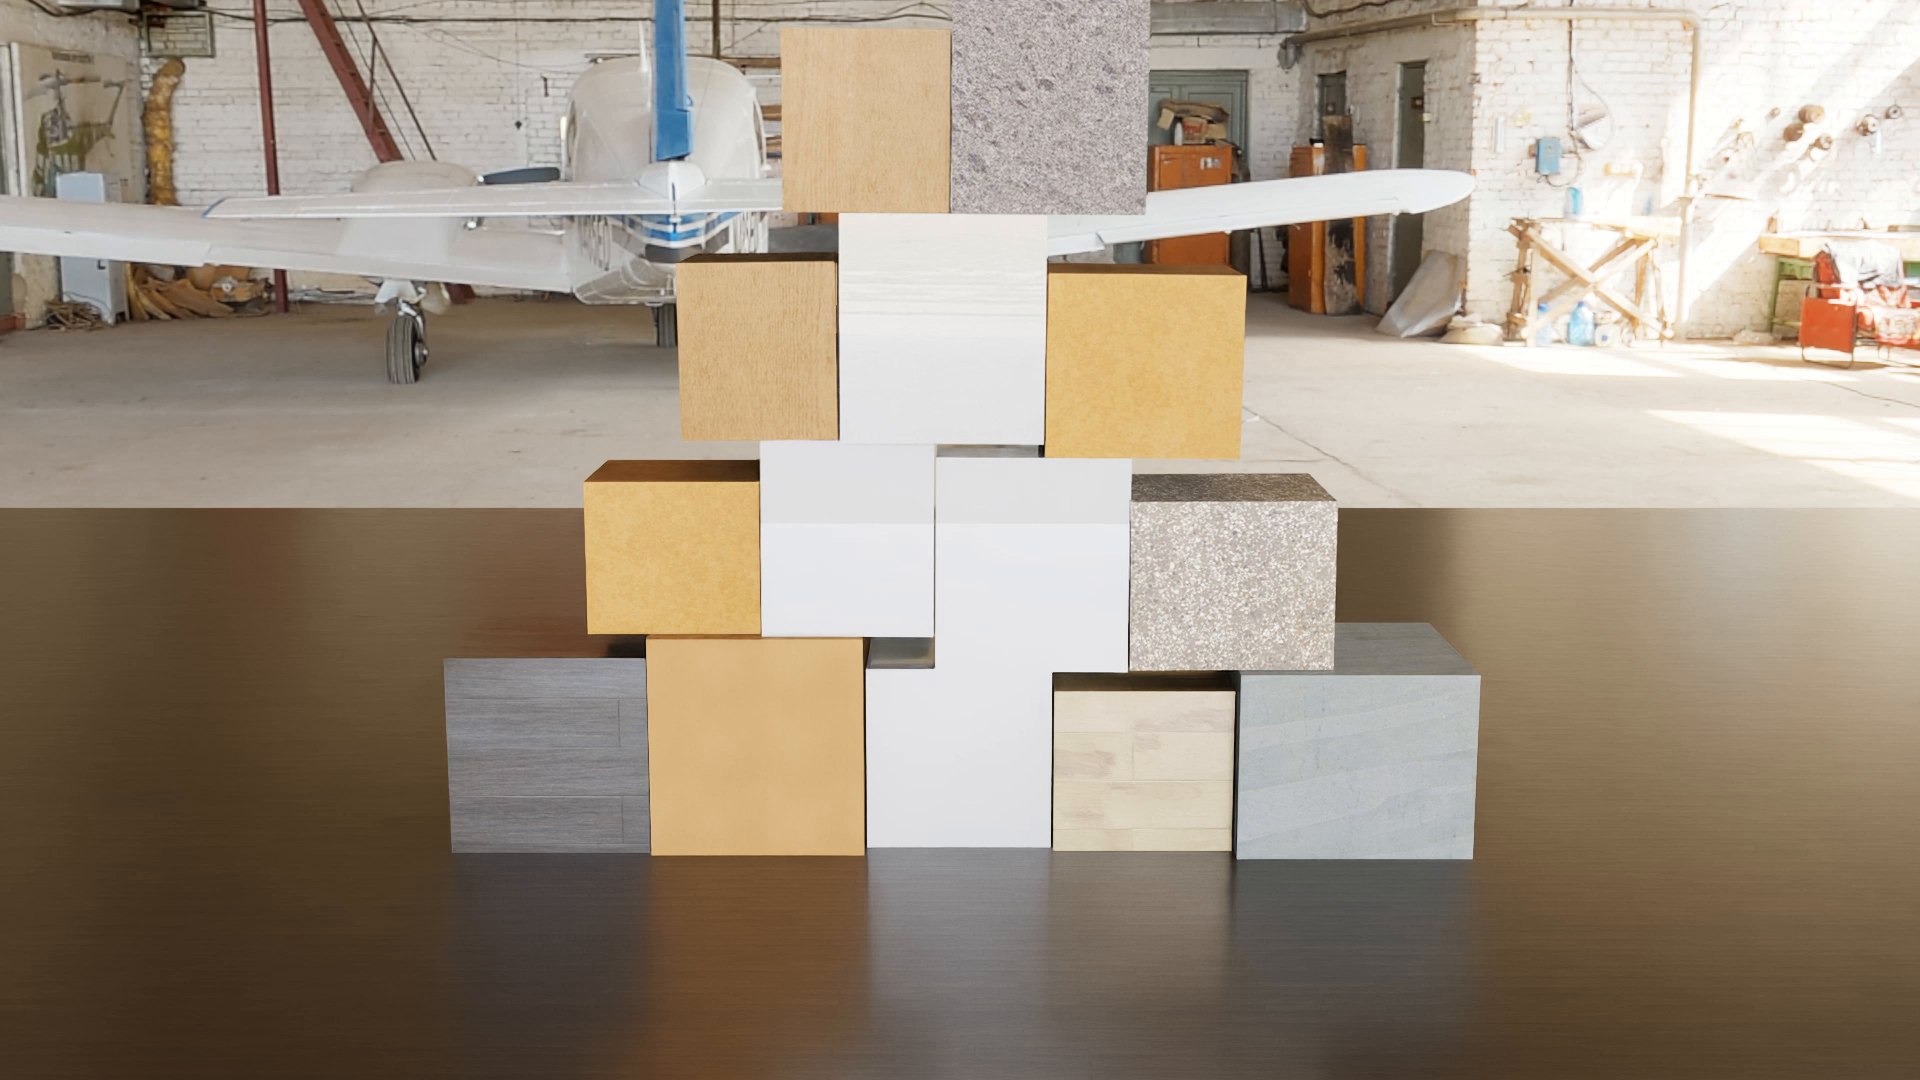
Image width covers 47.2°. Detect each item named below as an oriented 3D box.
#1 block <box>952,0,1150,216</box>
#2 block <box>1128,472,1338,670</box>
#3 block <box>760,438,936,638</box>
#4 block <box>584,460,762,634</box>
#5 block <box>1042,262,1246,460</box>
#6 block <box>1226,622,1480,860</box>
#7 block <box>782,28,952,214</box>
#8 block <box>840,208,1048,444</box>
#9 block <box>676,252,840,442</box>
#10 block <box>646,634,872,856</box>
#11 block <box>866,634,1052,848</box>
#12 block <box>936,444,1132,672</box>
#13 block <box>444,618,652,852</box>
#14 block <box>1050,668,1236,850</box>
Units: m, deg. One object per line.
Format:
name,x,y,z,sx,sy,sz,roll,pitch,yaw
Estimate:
block,0.425,-2.156,10.782,0.922,1.079,0.880,0,10,0
block,1.334,0.145,11.199,1.003,0.840,0.920,0,10,0
block,-0.549,-0.085,11.172,0.843,0.970,0.914,0,10,0
block,-1.411,0.023,11.170,0.853,0.760,0.758,0,10,0
block,0.891,-0.914,11.033,0.947,0.888,0.903,1,10,0
block,1.953,1.013,11.383,1.167,0.934,1.191,0,10,0
block,-0.446,-2.053,10.796,0.800,0.857,0.730,0,10,0
block,-0.083,-1.091,10.968,0.981,1.091,1.037,0,10,0
block,-0.971,-0.982,10.989,0.757,0.855,0.909,-1,10,0
block,-1.006,0.933,11.360,1.058,1.099,1.053,0,10,0
block,-0.005,1.022,11.374,0.923,0.921,0.801,0,10,0
block,0.355,0.044,11.200,0.947,1.064,0.923,0,10,0
block,-2.041,0.986,11.356,0.992,0.996,0.949,0,10,0
block,0.913,1.074,11.364,0.893,0.820,0.870,0,10,0
